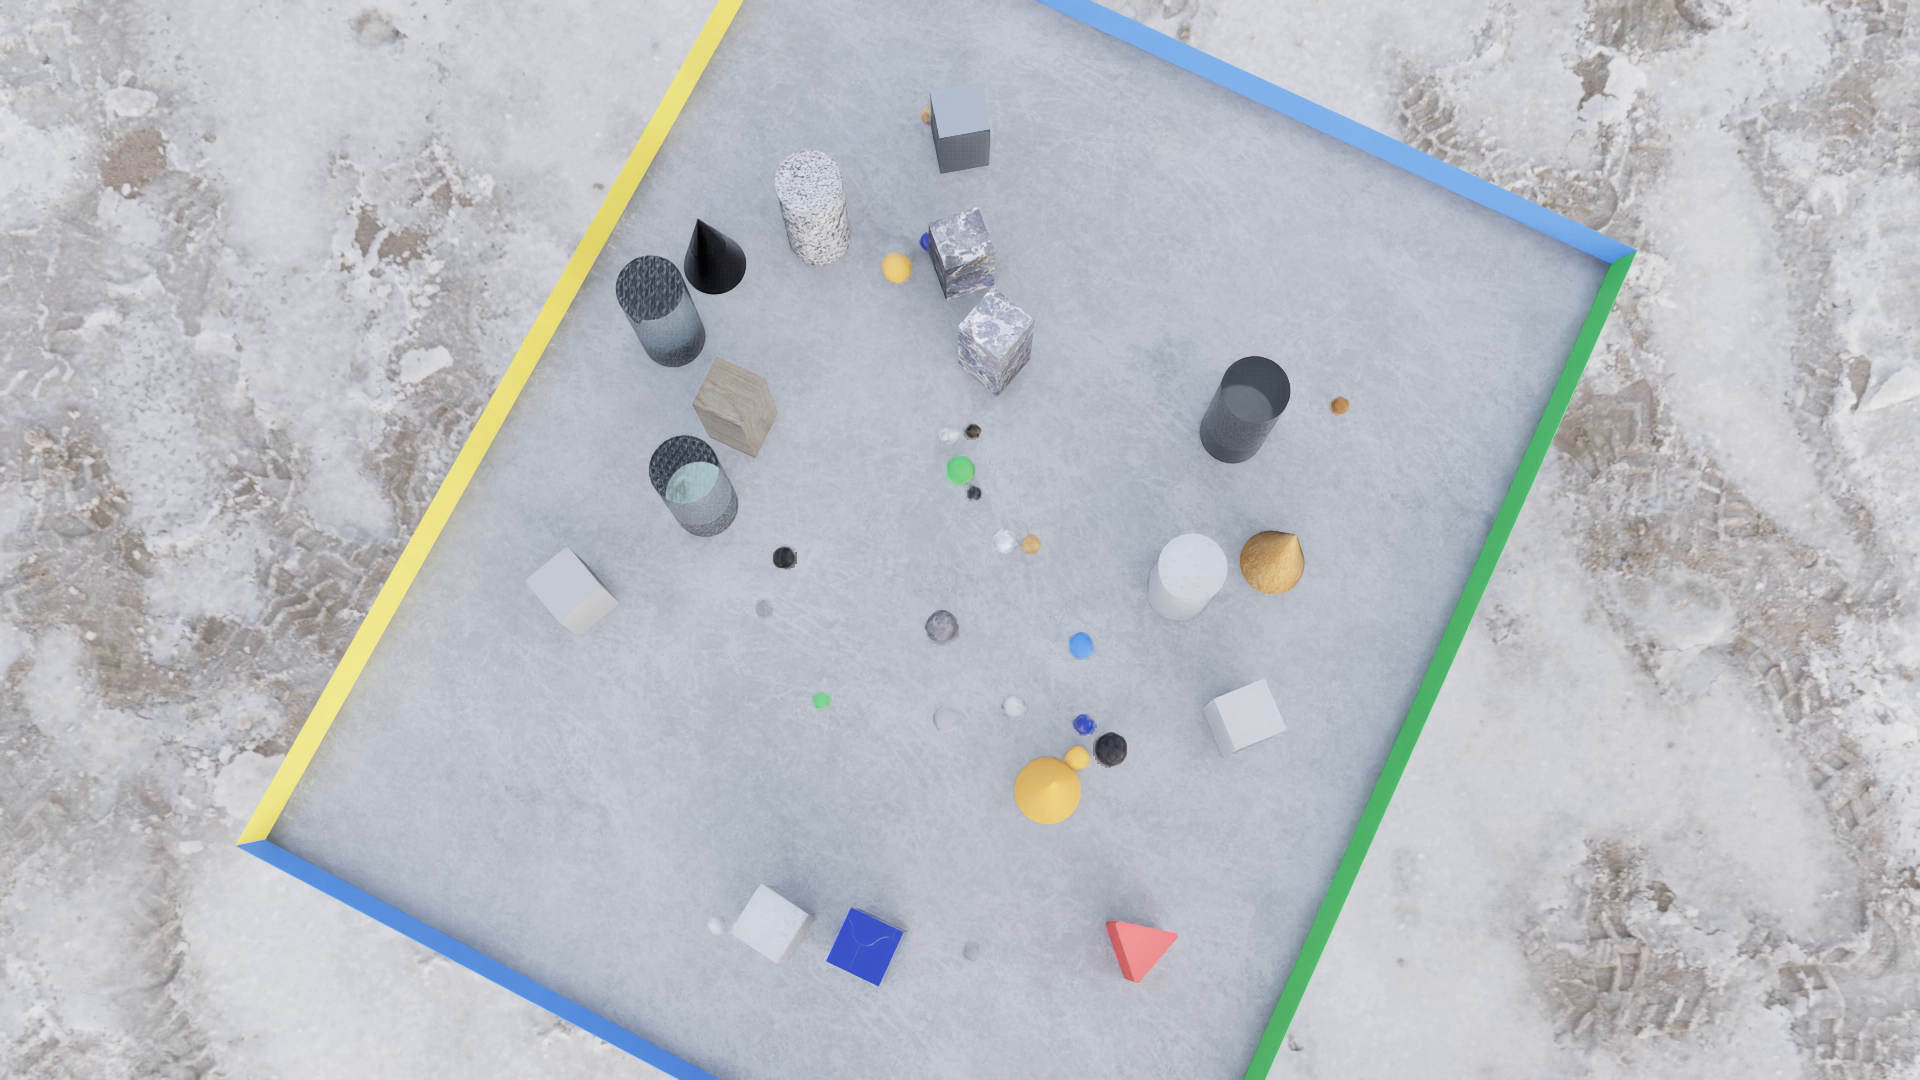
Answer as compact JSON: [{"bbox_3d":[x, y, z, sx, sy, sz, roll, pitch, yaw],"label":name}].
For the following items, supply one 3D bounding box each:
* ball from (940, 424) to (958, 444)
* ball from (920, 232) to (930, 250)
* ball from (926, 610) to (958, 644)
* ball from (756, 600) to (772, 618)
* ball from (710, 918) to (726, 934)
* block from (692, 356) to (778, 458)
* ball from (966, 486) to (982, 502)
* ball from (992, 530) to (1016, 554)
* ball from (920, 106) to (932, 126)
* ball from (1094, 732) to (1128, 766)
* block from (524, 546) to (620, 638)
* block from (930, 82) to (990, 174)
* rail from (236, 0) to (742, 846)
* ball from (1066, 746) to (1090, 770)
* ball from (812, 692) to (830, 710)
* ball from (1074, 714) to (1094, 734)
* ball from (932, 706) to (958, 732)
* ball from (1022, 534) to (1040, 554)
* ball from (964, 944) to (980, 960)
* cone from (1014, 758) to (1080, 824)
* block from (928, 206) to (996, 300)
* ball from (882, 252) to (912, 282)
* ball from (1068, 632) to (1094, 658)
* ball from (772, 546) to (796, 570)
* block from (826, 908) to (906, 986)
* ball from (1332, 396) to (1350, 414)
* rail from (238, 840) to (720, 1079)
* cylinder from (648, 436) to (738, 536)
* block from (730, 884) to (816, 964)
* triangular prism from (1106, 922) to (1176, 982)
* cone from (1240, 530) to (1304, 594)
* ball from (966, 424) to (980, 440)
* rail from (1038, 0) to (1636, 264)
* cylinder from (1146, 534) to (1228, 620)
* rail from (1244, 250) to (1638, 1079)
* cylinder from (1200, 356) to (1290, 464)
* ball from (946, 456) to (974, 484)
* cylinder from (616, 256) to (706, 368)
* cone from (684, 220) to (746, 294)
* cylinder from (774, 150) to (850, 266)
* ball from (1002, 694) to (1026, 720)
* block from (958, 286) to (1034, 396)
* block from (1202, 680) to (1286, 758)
[{"bbox_3d":[-0.034,-0.325,5.653,0.060,0.060,0.060,0,78,0],"label":"ball"},{"bbox_3d":[-0.099,-0.942,5.783,0.057,0.057,0.057,0,78,0],"label":"ball"},{"bbox_3d":[-0.054,0.261,5.512,0.099,0.099,0.099,0,78,0],"label":"ball"},{"bbox_3d":[-0.595,0.209,5.548,0.050,0.050,0.050,0,78,0],"label":"ball"},{"bbox_3d":[-0.708,1.130,5.358,0.048,0.048,0.048,0,78,0],"label":"ball"},{"bbox_3d":[-0.672,-0.394,5.506,0.159,0.377,0.159,24,79,5],"label":"block"},{"bbox_3d":[0.043,-0.142,5.622,0.046,0.046,0.046,0,78,0],"label":"ball"},{"bbox_3d":[0.136,0.006,5.578,0.074,0.074,0.074,0,78,0],"label":"ball"},{"bbox_3d":[-0.096,-1.358,5.867,0.059,0.059,0.059,0,78,0],"label":"ball"},{"bbox_3d":[0.449,0.621,5.438,0.098,0.098,0.098,0,78,0],"label":"ball"},{"bbox_3d":[-1.147,0.156,5.438,0.159,0.287,0.159,-40,81,-8],"label":"block"},{"bbox_3d":[0.000,-1.289,5.744,0.159,0.273,0.159,-11,79,-2],"label":"block"},{"bbox_3d":[-1.293,-0.626,5.679,0.045,0.129,3.505,26,80,5],"label":"rail"},{"bbox_3d":[0.348,0.646,5.446,0.072,0.072,0.072,0,78,0],"label":"ball"},{"bbox_3d":[-0.417,0.483,5.491,0.050,0.050,0.050,0,78,0],"label":"ball"},{"bbox_3d":[0.370,0.551,5.471,0.062,0.062,0.062,0,78,0],"label":"ball"},{"bbox_3d":[-0.043,0.536,5.466,0.078,0.078,0.078,0,78,0],"label":"ball"},{"bbox_3d":[0.217,0.013,5.584,0.059,0.059,0.059,0,78,0],"label":"ball"},{"bbox_3d":[0.034,1.202,5.343,0.048,0.048,0.048,0,78,0],"label":"ball"},{"bbox_3d":[0.261,0.712,5.293,0.199,0.345,0.199,0,78,0],"label":"cone"},{"bbox_3d":[0.006,-0.881,5.656,0.159,0.280,0.159,-19,79,-4],"label":"block"},{"bbox_3d":[-0.199,-0.857,5.746,0.094,0.094,0.094,0,78,0],"label":"ball"},{"bbox_3d":[0.364,0.317,5.511,0.078,0.078,0.078,0,78,0],"label":"ball"},{"bbox_3d":[-0.536,0.054,5.570,0.068,0.068,0.068,0,78,0],"label":"ball"},{"bbox_3d":[-0.259,1.147,5.181,0.159,0.387,0.159,24,79,5],"label":"block"},{"bbox_3d":[1.178,-0.417,5.675,0.054,0.054,0.054,0,78,0],"label":"ball"},{"bbox_3d":[-0.773,1.521,5.235,2.940,0.129,0.045,26,80,5],"label":"rail"},{"bbox_3d":[-0.781,-0.154,5.411,0.199,0.465,0.199,0,78,0],"label":"cylinder"},{"bbox_3d":[-0.531,1.096,5.238,0.159,0.297,0.159,32,80,6],"label":"block"},{"bbox_3d":[0.485,1.136,5.205,0.149,0.345,0.172,41,81,8],"label":"triangular prism"},{"bbox_3d":[0.954,0.026,5.400,0.199,0.414,0.199,0,78,0],"label":"cone"},{"bbox_3d":[0.041,-0.335,5.662,0.047,0.047,0.047,0,78,0],"label":"ball"},{"bbox_3d":[0.773,-1.507,5.862,2.940,0.129,0.045,26,80,5],"label":"rail"},{"bbox_3d":[0.667,0.114,5.416,0.199,0.348,0.199,0,78,0],"label":"cylinder"},{"bbox_3d":[1.293,0.640,5.417,0.045,0.129,3.505,26,80,5],"label":"rail"},{"bbox_3d":[0.843,-0.381,5.454,0.199,0.473,0.199,0,78,0],"label":"cylinder"},{"bbox_3d":[0.001,-0.214,5.616,0.087,0.087,0.087,0,78,0],"label":"ball"},{"bbox_3d":[-0.897,-0.683,5.524,0.199,0.459,0.199,0,78,0],"label":"cylinder"},{"bbox_3d":[-0.775,-0.910,5.604,0.199,0.394,0.199,0,78,0],"label":"cone"},{"bbox_3d":[-0.445,-1.010,5.601,0.199,0.440,0.199,0,78,0],"label":"cylinder"},{"bbox_3d":[0.162,0.498,5.476,0.074,0.074,0.074,0,78,0],"label":"ball"},{"bbox_3d":[0.107,-0.594,5.542,0.159,0.387,0.159,39,81,7],"label":"block"},{"bbox_3d":[0.832,0.525,5.378,0.159,0.254,0.159,-21,79,-4],"label":"block"}]
